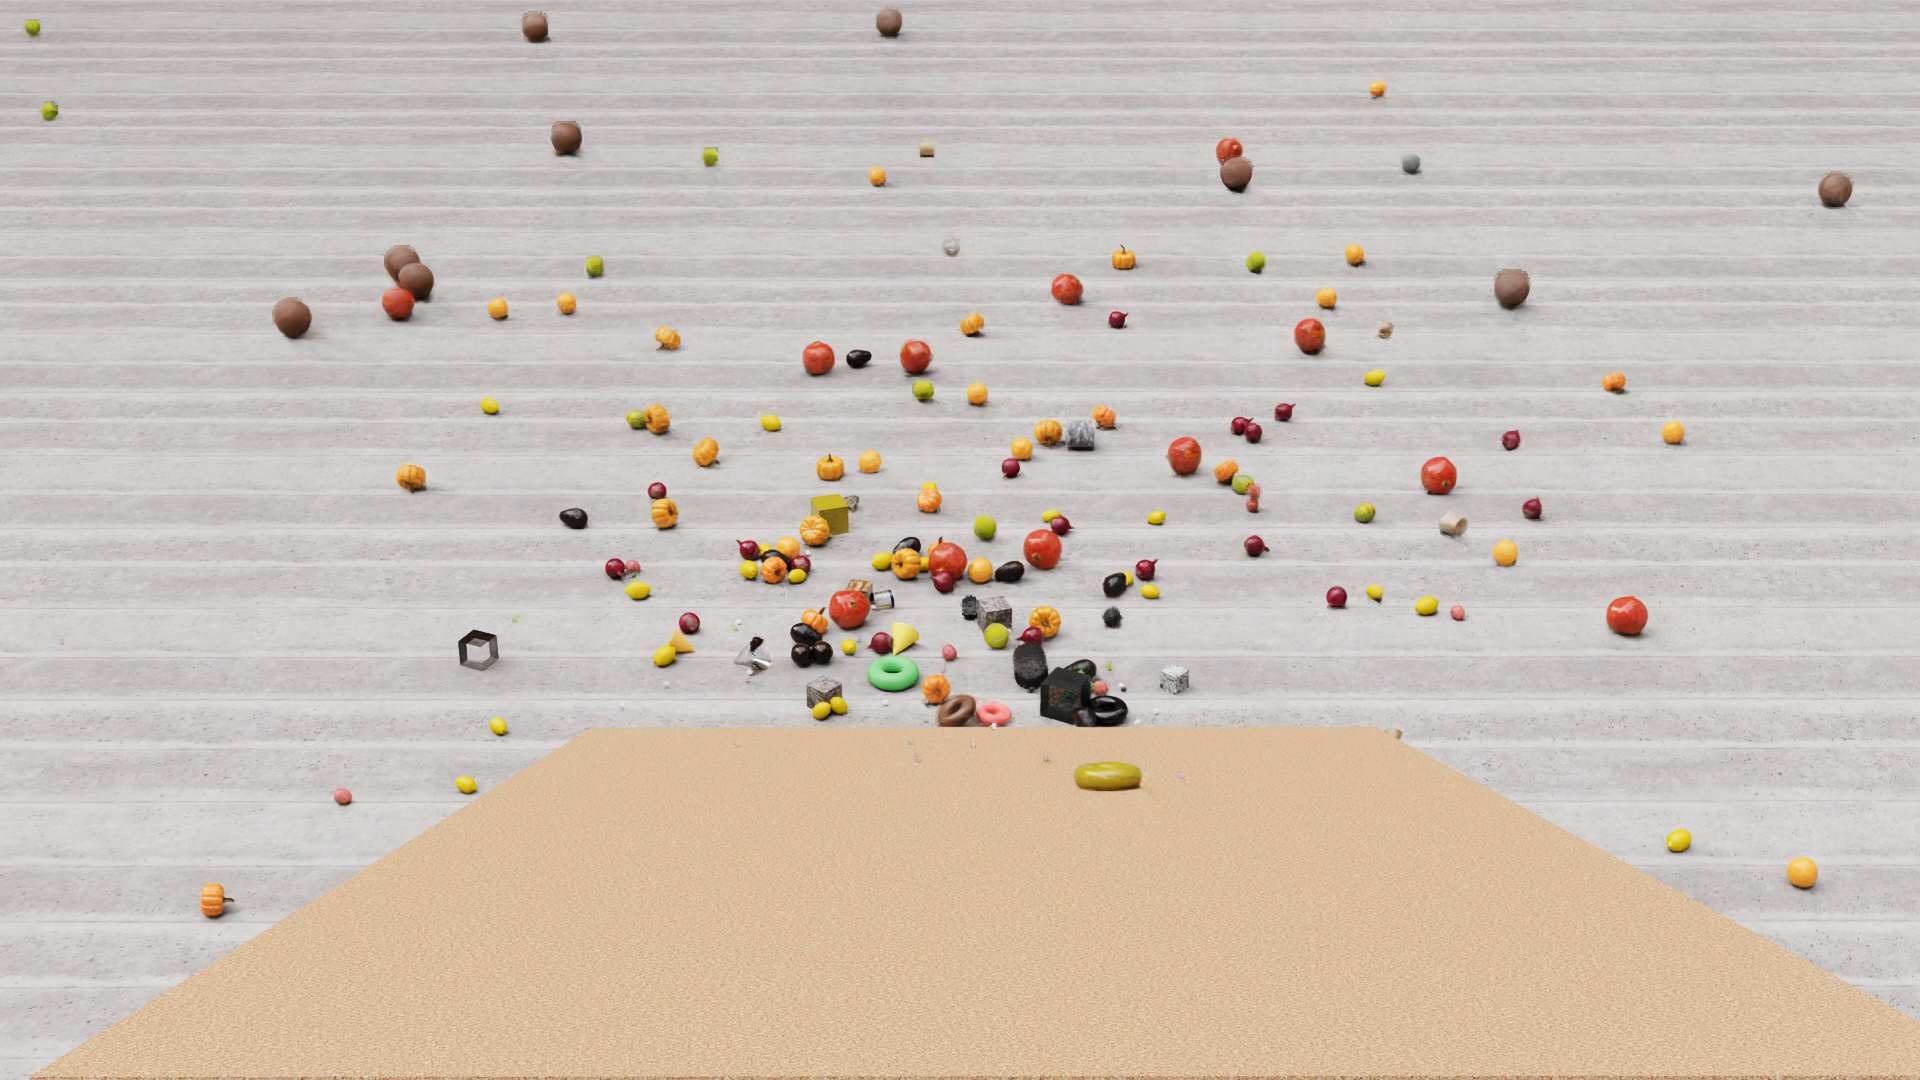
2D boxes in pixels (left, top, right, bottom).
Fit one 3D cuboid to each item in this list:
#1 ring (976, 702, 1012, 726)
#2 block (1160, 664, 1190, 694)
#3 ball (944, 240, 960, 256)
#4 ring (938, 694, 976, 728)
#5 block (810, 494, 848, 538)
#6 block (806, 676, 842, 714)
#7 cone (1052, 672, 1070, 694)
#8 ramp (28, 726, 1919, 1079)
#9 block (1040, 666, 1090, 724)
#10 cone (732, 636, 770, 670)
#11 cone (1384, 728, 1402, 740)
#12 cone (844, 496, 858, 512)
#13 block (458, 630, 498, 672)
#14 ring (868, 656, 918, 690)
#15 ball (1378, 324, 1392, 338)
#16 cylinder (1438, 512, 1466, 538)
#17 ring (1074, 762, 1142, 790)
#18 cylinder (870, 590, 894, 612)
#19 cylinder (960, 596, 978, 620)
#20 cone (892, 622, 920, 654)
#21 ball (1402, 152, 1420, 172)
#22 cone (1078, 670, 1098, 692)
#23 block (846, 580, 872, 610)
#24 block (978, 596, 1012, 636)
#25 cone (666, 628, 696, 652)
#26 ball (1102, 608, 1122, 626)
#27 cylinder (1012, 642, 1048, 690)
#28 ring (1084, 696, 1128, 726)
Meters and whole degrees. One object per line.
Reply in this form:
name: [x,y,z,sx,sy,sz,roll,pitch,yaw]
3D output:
ring: [0.090,0.457,6.796,0.093,0.031,0.093,-1,28,1]
block: [0.575,0.373,6.931,0.055,0.055,0.055,22,35,36]
ball: [-0.031,-1.104,9.767,0.061,0.061,0.061,0,27,0]
ring: [-0.008,0.449,6.759,0.115,0.038,0.115,-28,26,15]
block: [-0.391,-0.074,7.753,0.090,0.090,0.090,-9,29,-17]
block: [-0.360,0.411,6.846,0.067,0.067,0.067,21,34,34]
cone: [0.283,0.385,6.941,0.056,0.056,0.056,20,7,33]
ramp: [0.062,0.559,4.596,2.000,0.100,4.000,0,1,0]
block: [0.278,0.411,6.812,0.099,0.099,0.099,14,31,25]
cone: [-0.584,0.322,7.044,0.095,0.095,0.095,-17,18,28]
cone: [1.118,0.522,6.681,0.051,0.051,0.051,5,54,9]
cone: [-0.329,-0.101,7.879,0.050,0.050,0.050,-5,55,-10]
block: [-1.314,0.301,7.048,0.075,0.075,0.075,12,30,22]
ring: [-0.180,0.359,6.969,0.140,0.047,0.140,-1,28,0]
ball: [1.493,-0.736,9.069,0.051,0.051,0.051,0,27,0]
cylinder: [1.475,-0.046,7.732,0.059,0.059,0.059,-22,35,-36]
ring: [0.300,0.476,5.211,0.140,0.047,0.140,-1,2,0]
cylinder: [-0.221,0.172,7.319,0.055,0.055,0.055,-10,29,-19]
cylinder: [0.031,0.193,7.282,0.052,0.052,0.052,-3,28,-5]
cone: [-0.167,0.286,7.117,0.085,0.085,0.085,12,56,22]
ball: [1.852,-1.551,10.605,0.080,0.080,0.080,0,27,0]
cone: [0.342,0.393,6.919,0.070,0.070,0.070,25,26,-10]
block: [-0.286,0.156,7.341,0.062,0.062,0.062,6,28,12]
block: [0.097,0.212,7.218,0.077,0.077,0.077,-8,29,-16]
cone: [-0.761,0.292,7.110,0.078,0.078,0.078,26,27,-8]
ball: [0.426,0.216,7.237,0.052,0.052,0.052,0,27,0]
cylinder: [0.190,0.340,6.957,0.092,0.092,0.092,-1,28,-3]
ring: [0.385,0.449,6.805,0.117,0.039,0.117,-1,28,1]
